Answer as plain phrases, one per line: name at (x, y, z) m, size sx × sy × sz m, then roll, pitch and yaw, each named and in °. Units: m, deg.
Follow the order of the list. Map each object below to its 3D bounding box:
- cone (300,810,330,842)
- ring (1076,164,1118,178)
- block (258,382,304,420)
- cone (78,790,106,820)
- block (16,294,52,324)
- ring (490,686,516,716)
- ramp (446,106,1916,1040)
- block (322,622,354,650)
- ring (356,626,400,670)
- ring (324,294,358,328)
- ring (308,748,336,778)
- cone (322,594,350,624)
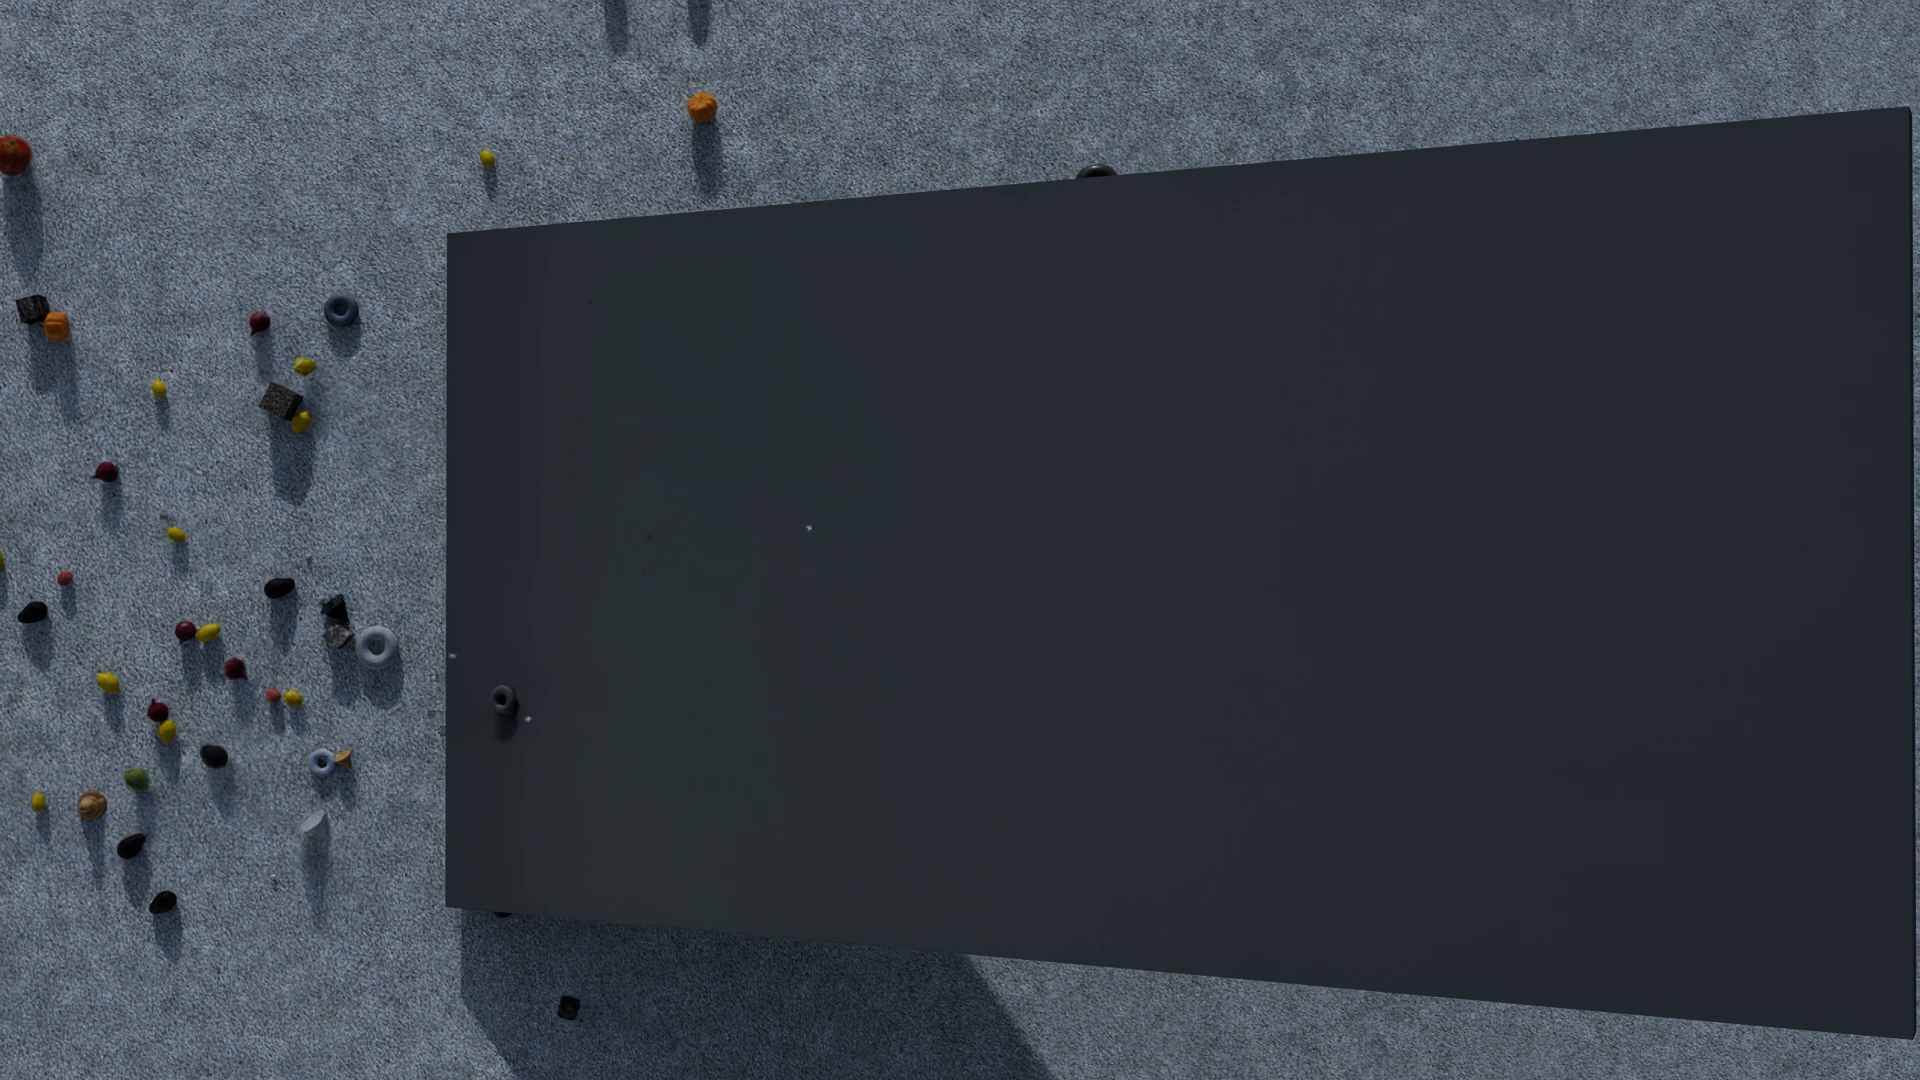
cone at (-1.913, 0.874, 6.589) m, size 0.090 × 0.090 × 0.090 m, roll -33°, pitch 116°, yaw 0°
ring at (0.414, -1.056, 6.605) m, size 0.148 × 0.049 × 0.148 m, roll 0°, pitch 91°, yaw 0°
block at (-2.032, -0.414, 6.582) m, size 0.082 × 0.082 × 0.082 m, roll 27°, pitch 89°, yaw 0°
cone at (-2.609, 0.797, 6.565) m, size 0.090 × 0.090 × 0.090 m, roll 0°, pitch 89°, yaw 0°
block at (-2.777, -0.691, 6.592) m, size 0.068 × 0.068 × 0.068 m, roll -15°, pitch 89°, yaw 0°
ring at (-1.331, 0.468, 6.408) m, size 0.089 × 0.030 × 0.089 m, roll -1°, pitch 88°, yaw 28°
ramp at (0.279, 0.079, 5.663) m, size 4.000 × 0.100 × 2.000 m, roll 0°, pitch 89°, yaw 27°
block at (-1.861, 0.285, 6.586) m, size 0.058 × 0.058 × 0.058 m, roll 42°, pitch 90°, yaw 0°
ring at (-1.747, 0.323, 6.593) m, size 0.131 × 0.044 × 0.131 m, roll 0°, pitch 89°, yaw 1°
ring at (-1.860, -0.690, 6.609) m, size 0.103 × 0.034 × 0.103 m, roll 0°, pitch 88°, yaw 0°
ring at (-1.913, 0.669, 6.597) m, size 0.086 × 0.029 × 0.086 m, roll 0°, pitch 89°, yaw -1°
cone at (-1.857, 0.222, 6.597) m, size 0.083 × 0.083 × 0.083 m, roll -35°, pitch 116°, yaw 0°
